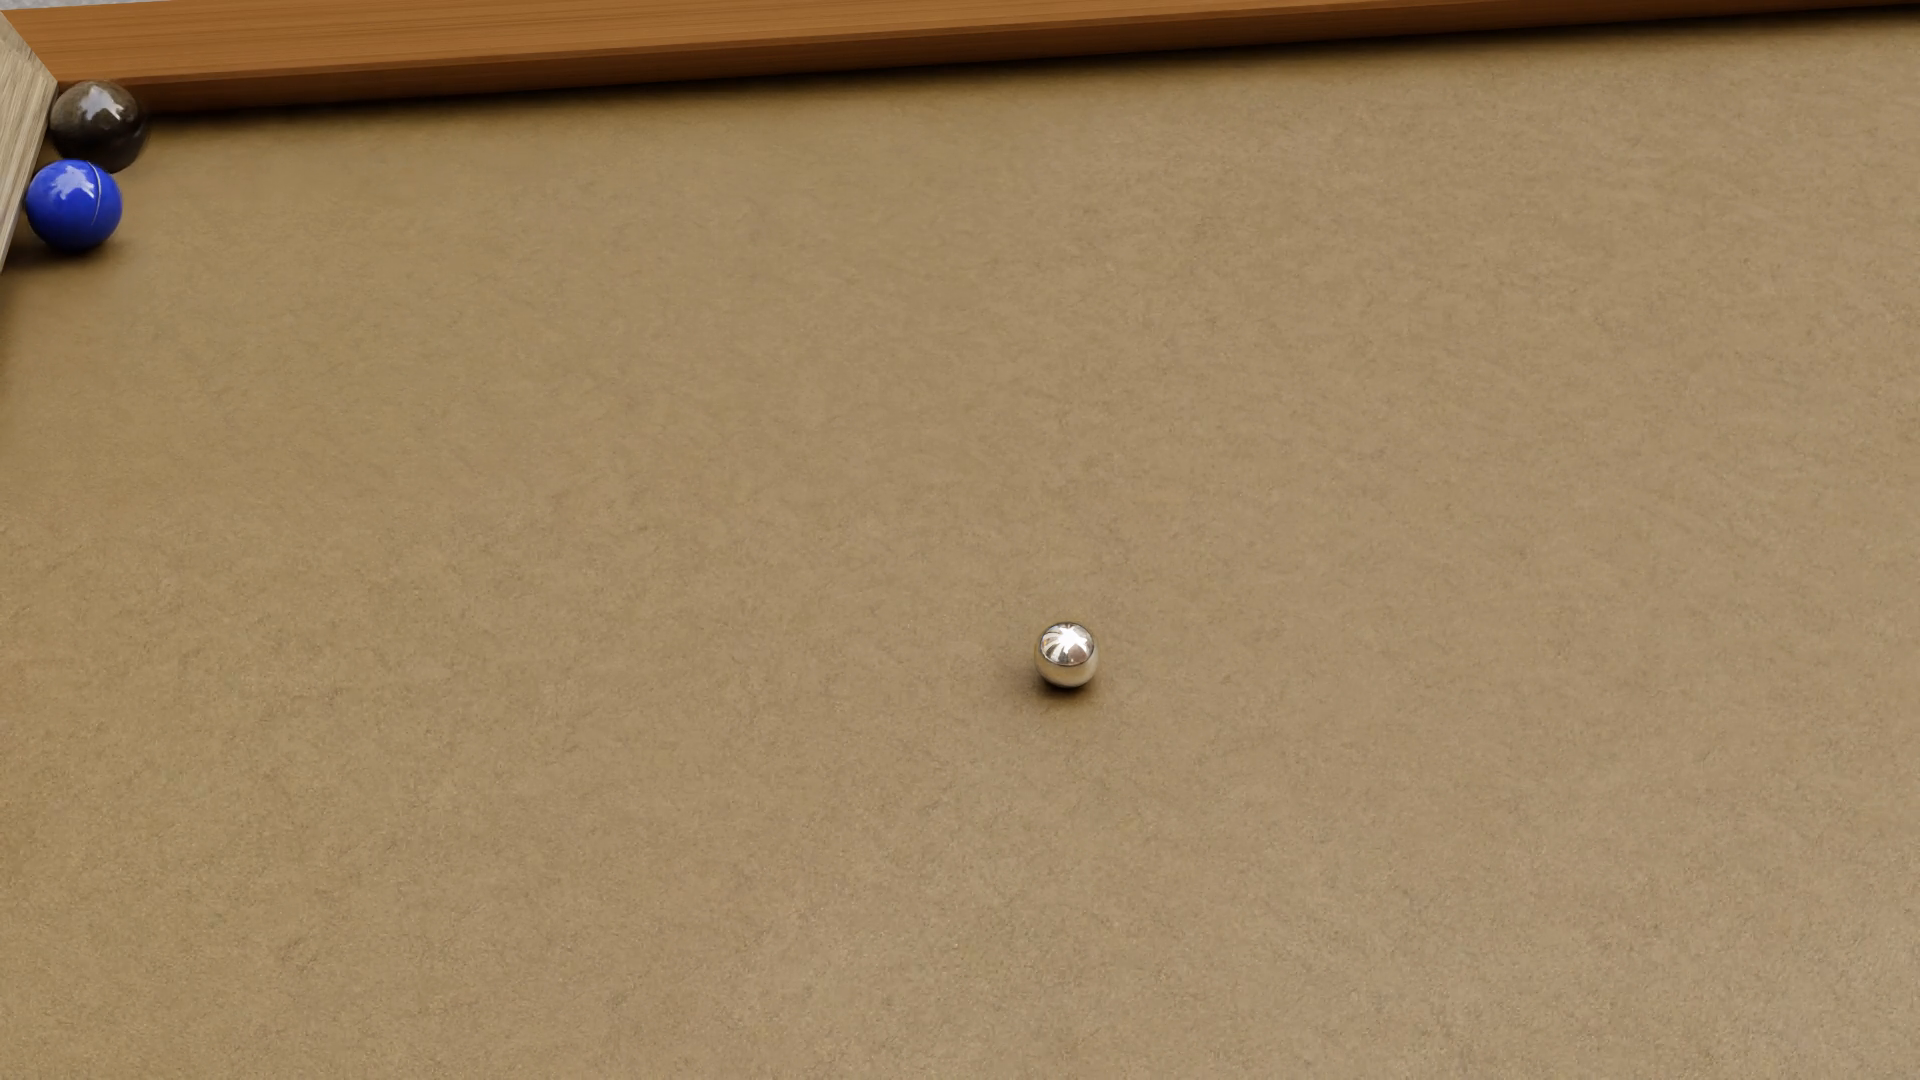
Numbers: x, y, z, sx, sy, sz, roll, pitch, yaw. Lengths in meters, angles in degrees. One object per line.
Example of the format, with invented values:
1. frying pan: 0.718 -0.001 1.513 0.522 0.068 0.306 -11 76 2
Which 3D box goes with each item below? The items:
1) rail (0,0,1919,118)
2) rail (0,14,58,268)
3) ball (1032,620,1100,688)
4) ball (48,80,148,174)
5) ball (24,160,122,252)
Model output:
1. rail: 0.594 -0.510 2.338 2.833 0.102 0.045 -5 36 -7
2. rail: -0.678 0.042 1.574 0.045 0.102 1.550 -5 36 -7
3. ball: 0.066 0.071 1.586 0.042 0.042 0.042 0 36 0
4. ball: -0.713 -0.342 2.126 0.078 0.078 0.078 0 36 0
5. ball: -0.699 -0.264 2.023 0.072 0.072 0.072 0 36 0
